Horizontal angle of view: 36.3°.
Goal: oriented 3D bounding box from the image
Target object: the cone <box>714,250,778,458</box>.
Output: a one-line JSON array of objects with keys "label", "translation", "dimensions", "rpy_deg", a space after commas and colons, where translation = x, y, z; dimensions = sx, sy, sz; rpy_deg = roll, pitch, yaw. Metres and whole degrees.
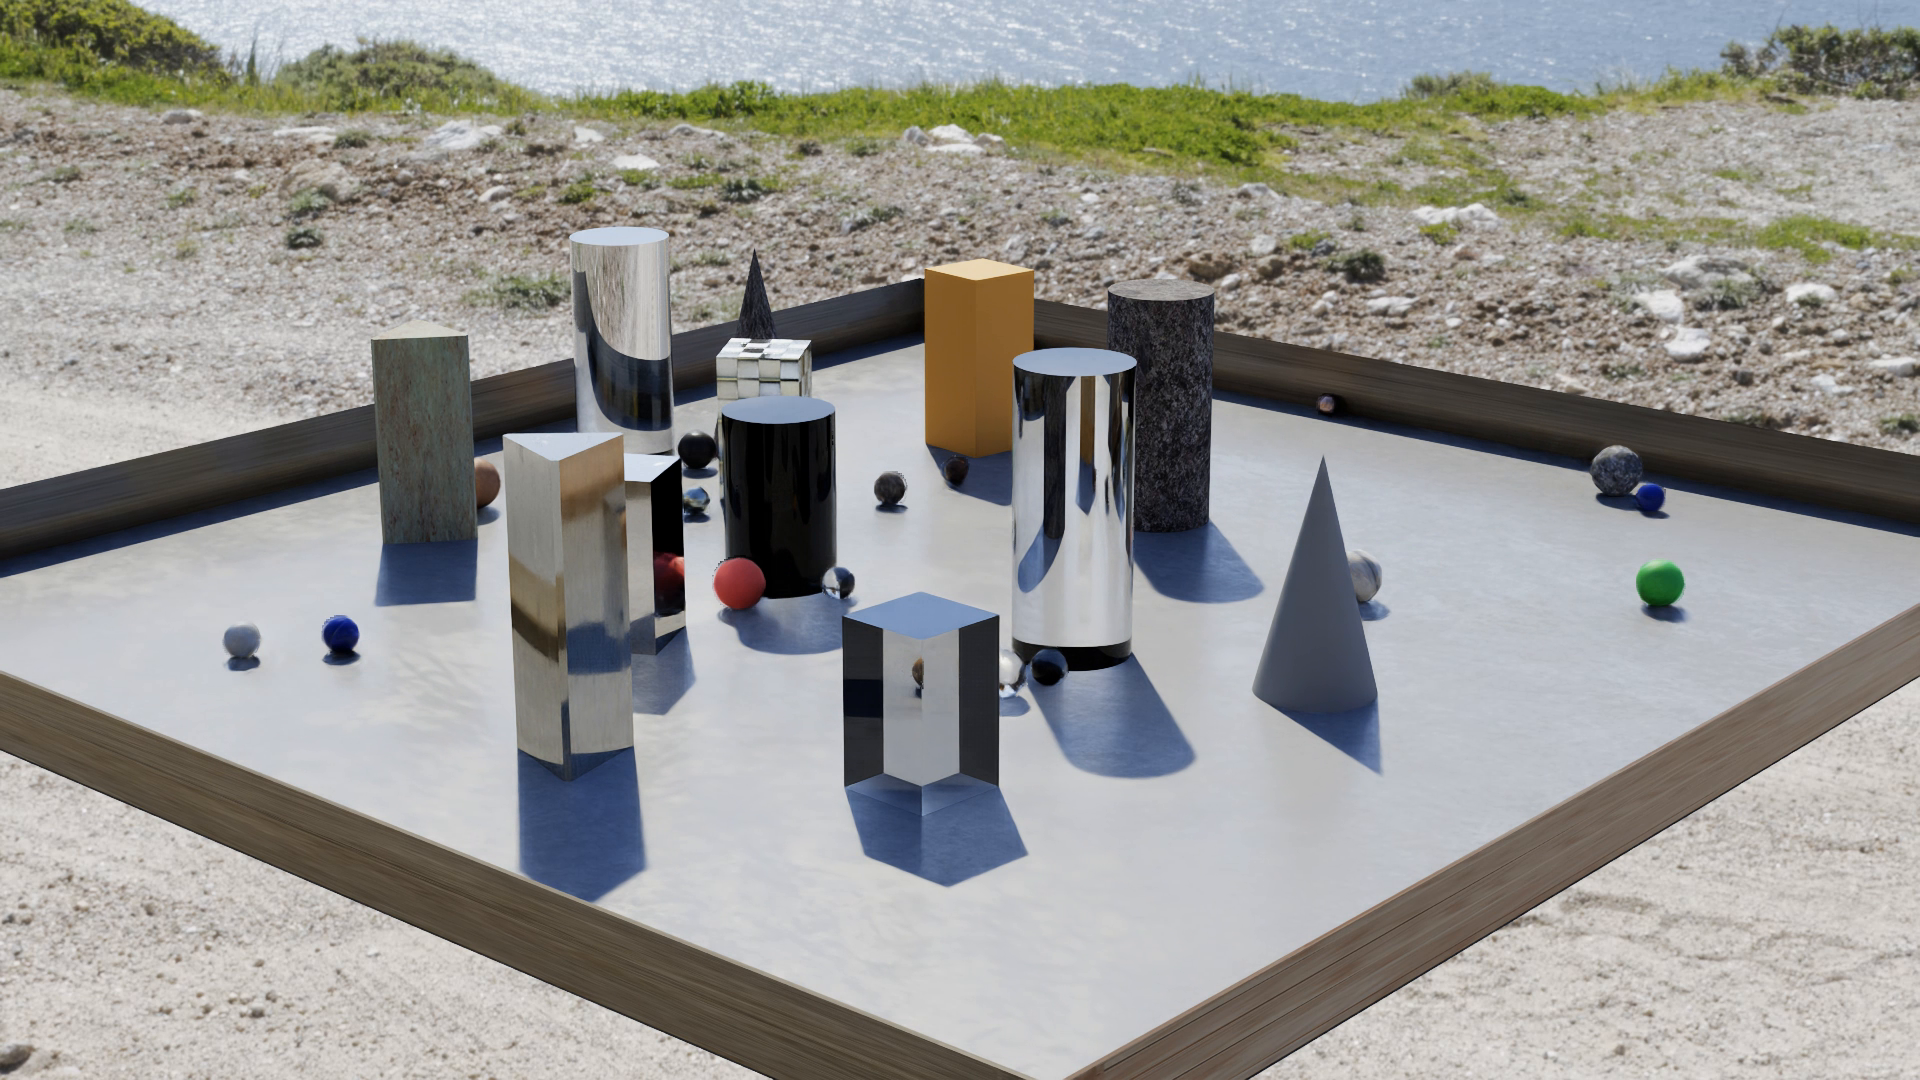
[{"label": "cone", "translation": [-0.417, -0.390, 6.010], "dimensions": [0.199, 0.426, 0.199], "rpy_deg": [0, 17, 0]}]

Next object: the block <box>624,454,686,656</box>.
[{"label": "block", "translation": [-0.560, 0.020, 4.873], "dimensions": [0.159, 0.296, 0.159], "rpy_deg": [4, 17, 12]}]

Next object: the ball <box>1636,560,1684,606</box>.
[{"label": "ball", "translation": [1.209, 0.074, 5.067], "dimensions": [0.082, 0.082, 0.082], "rpy_deg": [0, 17, 0]}]

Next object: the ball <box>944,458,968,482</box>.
[{"label": "ball", "translation": [-0.007, -0.140, 5.836], "dimensions": [0.048, 0.048, 0.048], "rpy_deg": [0, 17, 0]}]

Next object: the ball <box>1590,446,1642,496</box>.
[{"label": "ball", "translation": [1.284, -0.136, 5.736], "dimensions": [0.098, 0.098, 0.098], "rpy_deg": [0, 17, 0]}]

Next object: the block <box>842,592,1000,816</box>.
[{"label": "block", "translation": [-0.056, 0.233, 4.225], "dimensions": [0.159, 0.263, 0.159], "rpy_deg": [16, 23, 42]}]

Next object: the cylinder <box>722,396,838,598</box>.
[{"label": "cylinder", "translation": [-0.317, -0.078, 5.167], "dimensions": [0.199, 0.315, 0.199], "rpy_deg": [0, 17, 0]}]

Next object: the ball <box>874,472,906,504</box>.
[{"label": "ball", "translation": [-0.137, -0.100, 5.680], "dimensions": [0.062, 0.062, 0.062], "rpy_deg": [0, 17, 0]}]

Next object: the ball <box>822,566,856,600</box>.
[{"label": "ball", "translation": [-0.212, 0.074, 5.109], "dimensions": [0.057, 0.057, 0.057], "rpy_deg": [0, 17, 0]}]

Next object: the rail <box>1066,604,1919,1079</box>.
[{"label": "rail", "translation": [1.078, 0.302, 4.223], "dimensions": [0.045, 0.129, 3.047], "rpy_deg": [14, 22, 39]}]

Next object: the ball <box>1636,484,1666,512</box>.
[{"label": "ball", "translation": [1.327, -0.082, 5.634], "dimensions": [0.054, 0.054, 0.054], "rpy_deg": [0, 17, 0]}]

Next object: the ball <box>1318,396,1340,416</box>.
[{"label": "ball", "translation": [0.798, -0.290, 6.339], "dimensions": [0.046, 0.046, 0.046], "rpy_deg": [0, 17, 0]}]

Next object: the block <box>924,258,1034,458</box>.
[{"label": "block", "translation": [0.039, -0.378, 6.066], "dimensions": [0.159, 0.371, 0.159], "rpy_deg": [-14, 22, -39]}]

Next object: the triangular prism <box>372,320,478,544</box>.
[{"label": "triangular prism", "translation": [-0.999, -0.205, 5.463], "dimensions": [0.172, 0.388, 0.149], "rpy_deg": [-3, 17, -11]}]

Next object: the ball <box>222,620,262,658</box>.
[{"label": "ball", "translation": [-1.177, 0.163, 4.808], "dimensions": [0.061, 0.061, 0.061], "rpy_deg": [0, 17, 0]}]

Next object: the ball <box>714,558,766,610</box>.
[{"label": "ball", "translation": [-0.379, 0.075, 5.053], "dimensions": [0.089, 0.089, 0.089], "rpy_deg": [0, 17, 0]}]

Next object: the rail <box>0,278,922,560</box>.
[{"label": "rail", "translation": [-1.078, -0.238, 6.016], "dimensions": [0.045, 0.129, 3.047], "rpy_deg": [14, 22, 39]}]

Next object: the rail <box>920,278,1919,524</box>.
[{"label": "rail", "translation": [0.983, -0.294, 6.204], "dimensions": [2.904, 0.129, 0.045], "rpy_deg": [14, 22, 39]}]

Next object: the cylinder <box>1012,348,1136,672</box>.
[{"label": "cylinder", "translation": [0.184, -0.051, 4.773], "dimensions": [0.199, 0.491, 0.199], "rpy_deg": [0, 17, 0]}]

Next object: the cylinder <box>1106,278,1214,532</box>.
[{"label": "cylinder", "translation": [0.375, -0.255, 5.531], "dimensions": [0.199, 0.444, 0.199], "rpy_deg": [0, 17, 0]}]

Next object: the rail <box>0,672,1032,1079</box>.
[{"label": "rail", "translation": [-0.983, 0.359, 4.035], "dimensions": [2.904, 0.129, 0.045], "rpy_deg": [14, 22, 39]}]

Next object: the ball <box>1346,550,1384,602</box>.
[{"label": "ball", "translation": [0.687, 0.063, 5.087], "dimensions": [0.092, 0.092, 0.092], "rpy_deg": [0, 17, 0]}]

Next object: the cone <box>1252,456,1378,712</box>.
[{"label": "cone", "translation": [0.564, 0.053, 4.604], "dimensions": [0.199, 0.390, 0.199], "rpy_deg": [0, 17, 0]}]

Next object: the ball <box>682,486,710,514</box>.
[{"label": "ball", "translation": [-0.507, -0.076, 5.612], "dimensions": [0.055, 0.055, 0.055], "rpy_deg": [0, 17, 0]}]

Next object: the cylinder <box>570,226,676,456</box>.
[{"label": "cylinder", "translation": [-0.684, -0.389, 5.946], "dimensions": [0.199, 0.461, 0.199], "rpy_deg": [0, 17, 0]}]

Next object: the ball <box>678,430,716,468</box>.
[{"label": "ball", "translation": [-0.532, -0.183, 5.930], "dimensions": [0.077, 0.077, 0.077], "rpy_deg": [0, 17, 0]}]

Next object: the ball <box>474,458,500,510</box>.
[{"label": "ball", "translation": [-0.935, -0.109, 5.644], "dimensions": [0.100, 0.100, 0.100], "rpy_deg": [0, 17, 0]}]

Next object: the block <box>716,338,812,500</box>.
[{"label": "block", "translation": [-0.380, -0.234, 5.735], "dimensions": [0.159, 0.287, 0.159], "rpy_deg": [2, 17, 6]}]

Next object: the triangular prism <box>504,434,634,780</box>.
[{"label": "triangular prism", "translation": [-0.557, 0.088, 4.322], "dimensions": [0.149, 0.486, 0.172], "rpy_deg": [-11, 20, -31]}]

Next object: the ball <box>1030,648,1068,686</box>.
[{"label": "ball", "translation": [0.142, 0.202, 4.681], "dimensions": [0.059, 0.059, 0.059], "rpy_deg": [0, 17, 0]}]

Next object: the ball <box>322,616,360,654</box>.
[{"label": "ball", "translation": [-1.019, 0.157, 4.831], "dimensions": [0.060, 0.060, 0.060], "rpy_deg": [0, 17, 0]}]

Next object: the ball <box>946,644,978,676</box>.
[{"label": "ball", "translation": [0.003, 0.194, 4.722], "dimensions": [0.051, 0.051, 0.051], "rpy_deg": [0, 17, 0]}]

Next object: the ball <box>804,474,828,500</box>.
[{"label": "ball", "translation": [-0.280, -0.104, 5.715], "dimensions": [0.049, 0.049, 0.049], "rpy_deg": [0, 17, 0]}]

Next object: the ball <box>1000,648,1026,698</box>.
[{"label": "ball", "translation": [0.066, 0.211, 4.618], "dimensions": [0.079, 0.079, 0.079], "rpy_deg": [0, 17, 0]}]
